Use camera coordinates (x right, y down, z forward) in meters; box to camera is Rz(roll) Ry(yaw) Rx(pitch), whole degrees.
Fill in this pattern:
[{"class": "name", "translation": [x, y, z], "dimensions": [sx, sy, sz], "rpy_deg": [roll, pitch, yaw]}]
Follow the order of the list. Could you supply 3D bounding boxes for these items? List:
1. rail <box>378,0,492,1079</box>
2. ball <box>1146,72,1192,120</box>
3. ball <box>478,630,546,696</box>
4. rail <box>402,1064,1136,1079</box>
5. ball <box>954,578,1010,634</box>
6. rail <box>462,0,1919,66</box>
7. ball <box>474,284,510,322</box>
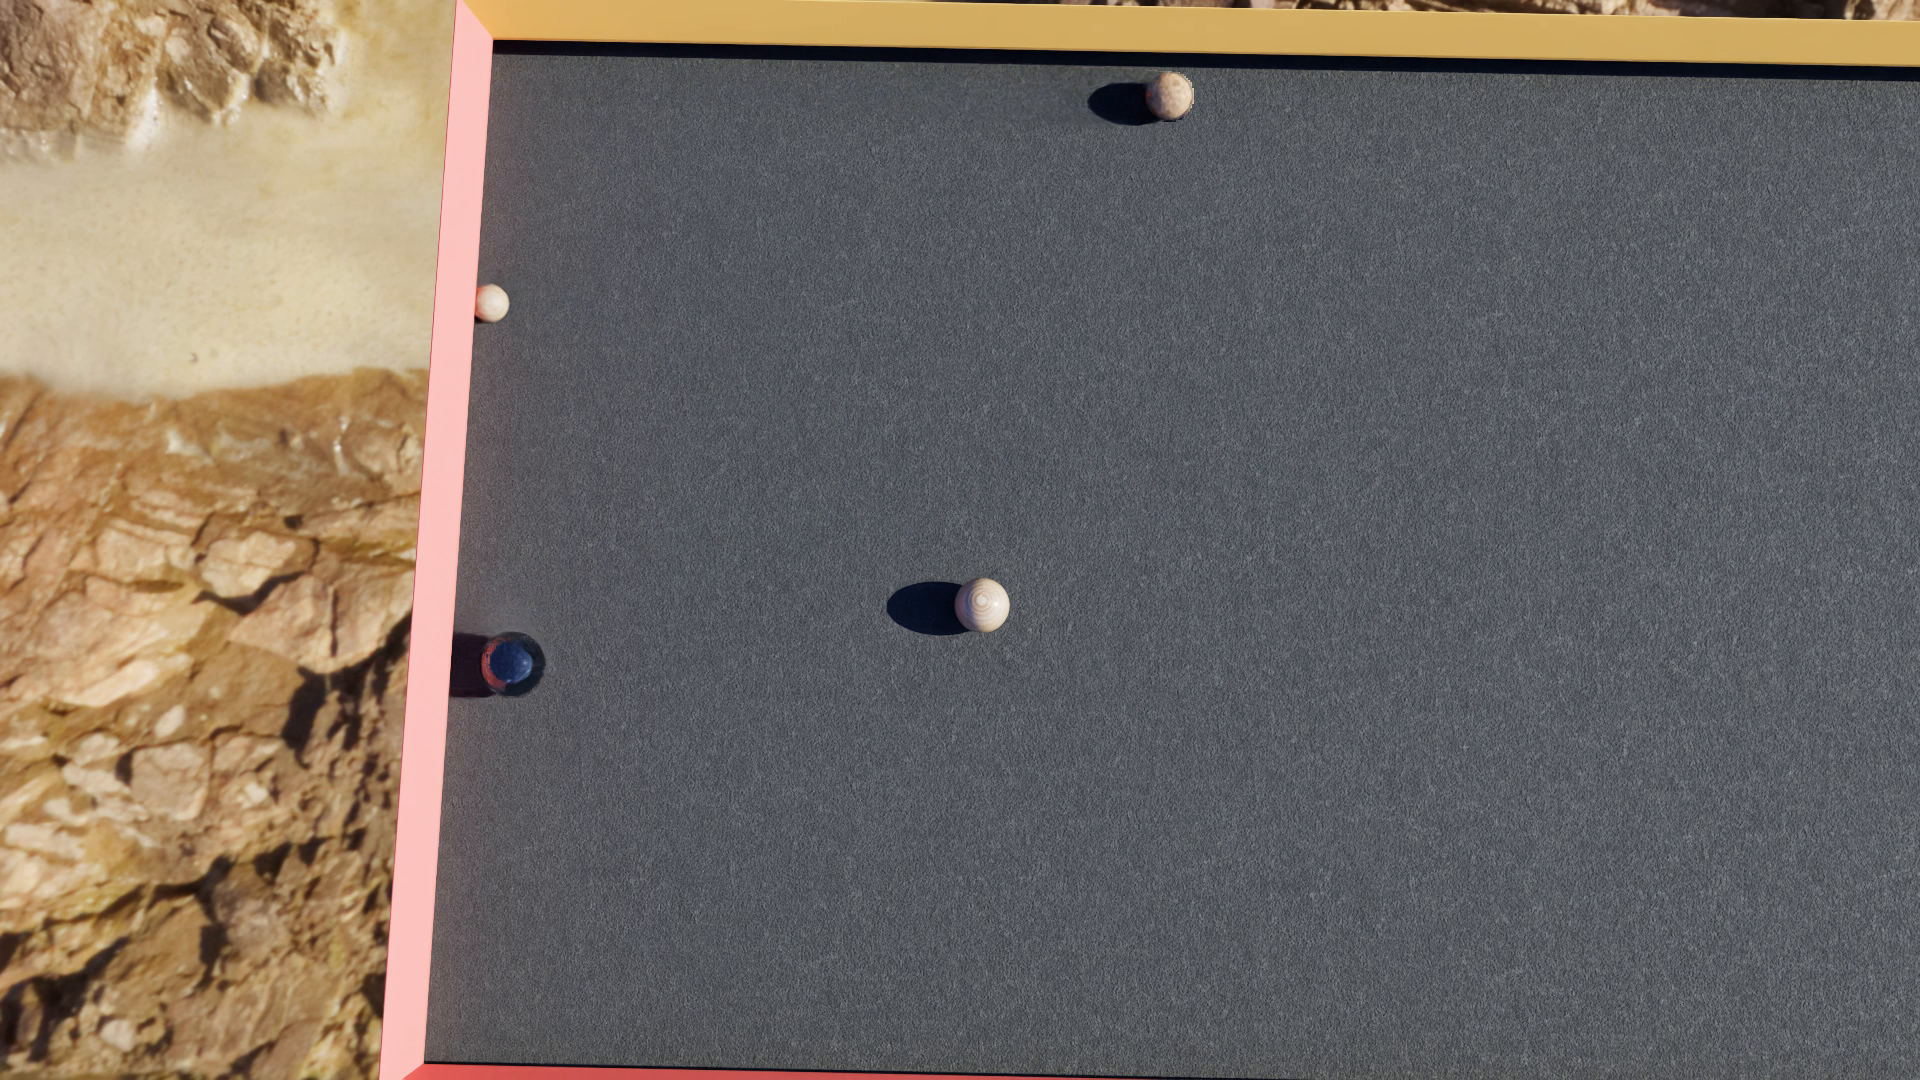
[{"class": "rail", "translation": [-0.768, -0.020, 3.276], "dimensions": [0.045, 0.127, 1.651], "rpy_deg": [1, 78, 0]}, {"class": "ball", "translation": [0.327, -0.695, 3.445], "dimensions": [0.072, 0.072, 0.072], "rpy_deg": [0, 78, 0]}, {"class": "ball", "translation": [-0.662, 0.183, 3.250], "dimensions": [0.098, 0.098, 0.098], "rpy_deg": [0, 78, 0]}, {"class": "rail", "translation": [0.775, 0.796, 3.108], "dimensions": [3.168, 0.127, 0.045], "rpy_deg": [1, 78, 0]}, {"class": "ball", "translation": [0.033, 0.097, 3.275], "dimensions": [0.083, 0.083, 0.083], "rpy_deg": [0, 78, 0]}, {"class": "rail", "translation": [0.808, -0.774, 3.432], "dimensions": [3.168, 0.127, 0.045], "rpy_deg": [1, 78, 0]}, {"class": "ball", "translation": [-0.724, -0.364, 3.382], "dimensions": [0.060, 0.060, 0.060], "rpy_deg": [0, 78, 0]}]
